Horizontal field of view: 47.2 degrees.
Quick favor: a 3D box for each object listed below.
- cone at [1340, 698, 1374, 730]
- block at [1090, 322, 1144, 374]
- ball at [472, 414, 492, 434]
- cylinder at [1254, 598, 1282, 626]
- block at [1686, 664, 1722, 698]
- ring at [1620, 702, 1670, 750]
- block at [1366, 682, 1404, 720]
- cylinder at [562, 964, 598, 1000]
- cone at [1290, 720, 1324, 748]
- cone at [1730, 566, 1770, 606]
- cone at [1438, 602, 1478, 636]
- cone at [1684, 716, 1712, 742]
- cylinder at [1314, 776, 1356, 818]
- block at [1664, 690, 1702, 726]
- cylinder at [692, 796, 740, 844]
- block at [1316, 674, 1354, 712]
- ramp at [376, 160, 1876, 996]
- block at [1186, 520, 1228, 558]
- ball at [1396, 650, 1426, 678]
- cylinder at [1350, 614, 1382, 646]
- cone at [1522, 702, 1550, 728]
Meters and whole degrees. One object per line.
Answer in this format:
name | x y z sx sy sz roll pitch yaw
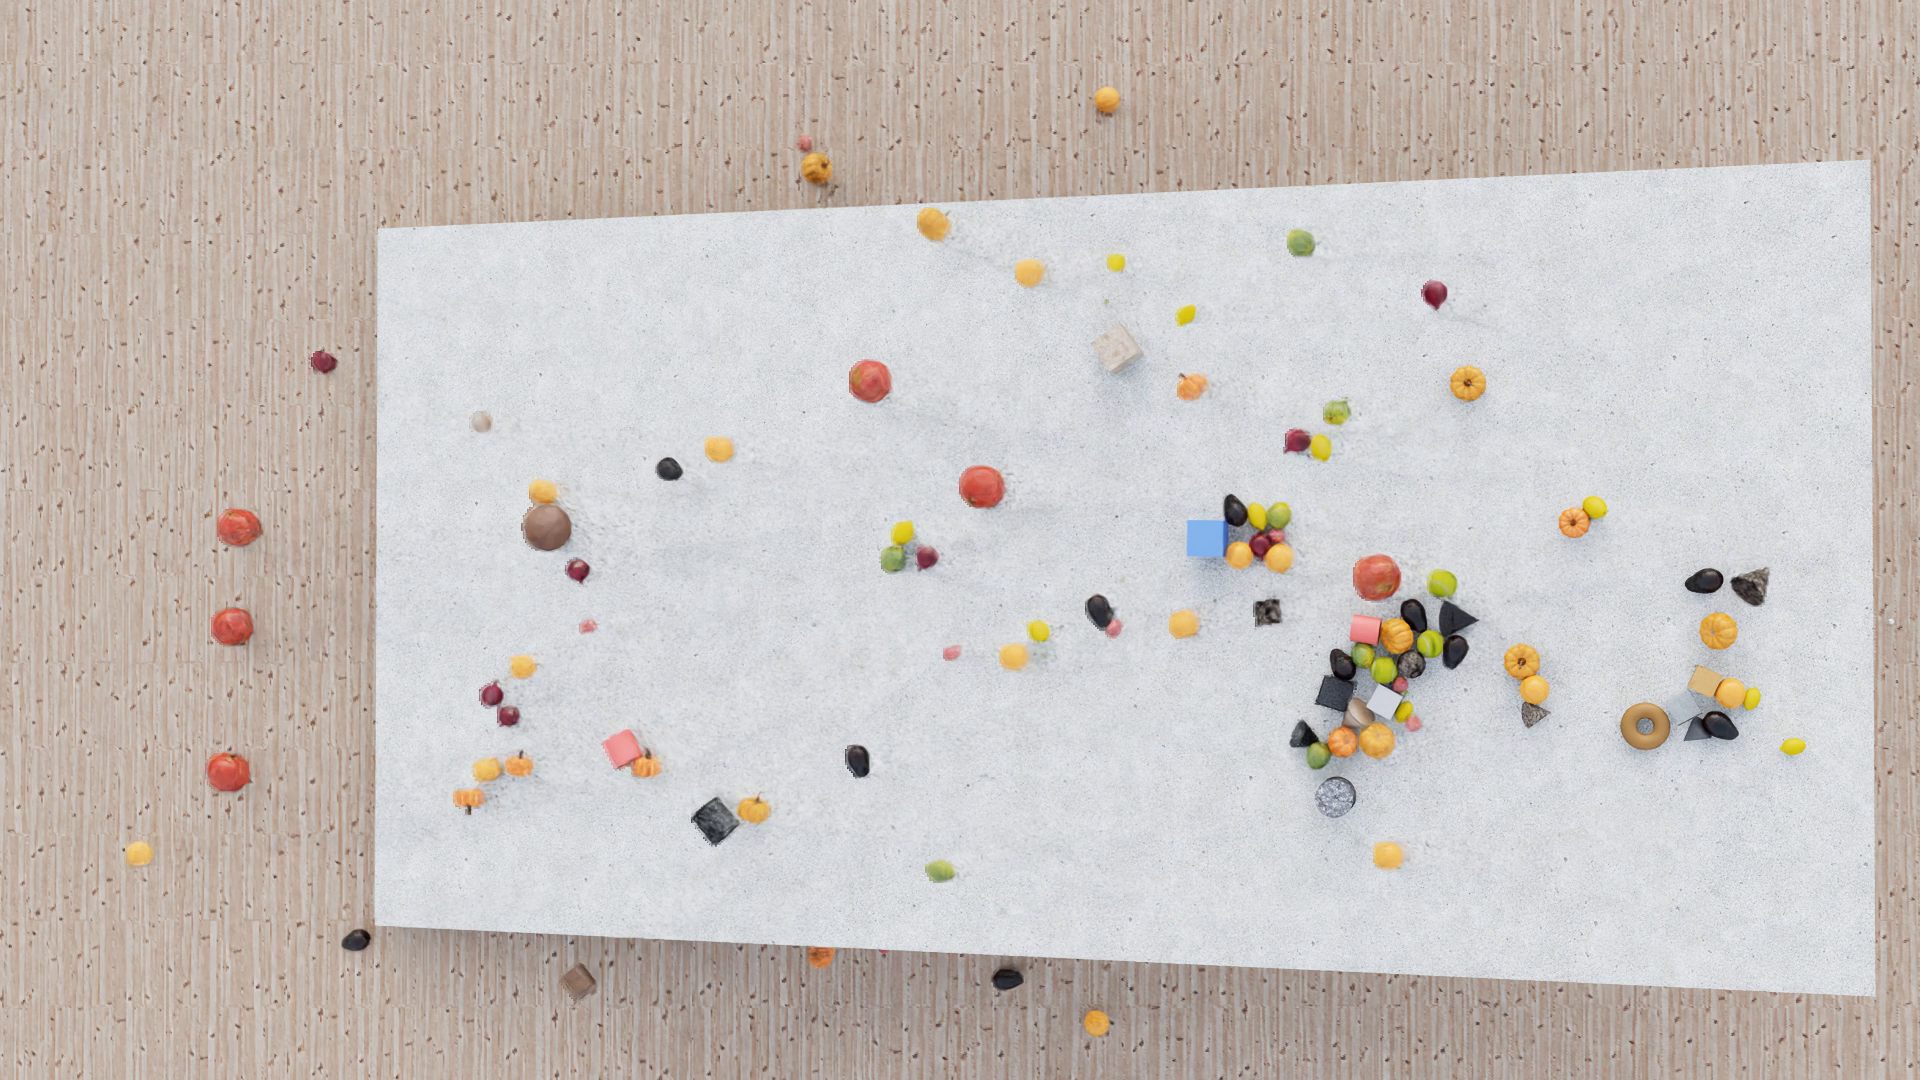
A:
cone | 0.987 0.458 5.558 0.087 0.087 0.087 41 127 1
block | 0.409 -0.495 5.704 0.091 0.091 0.091 -35 81 12
ball | -1.349 -0.329 6.202 0.056 0.056 0.056 0 89 0
cylinder | 0.786 0.185 5.605 0.062 0.062 0.062 -11 86 0
block | 1.803 0.341 5.325 0.060 0.060 0.060 26 96 14
ring | 1.674 0.455 5.370 0.117 0.039 0.117 0 91 16
block | 1.068 0.405 5.523 0.066 0.066 0.066 30 97 14
cylinder | -1.074 1.248 6.211 0.073 0.073 0.073 -41 77 -1
cone | 0.891 0.507 5.587 0.076 0.076 0.076 24 89 -12
cone | 1.926 0.093 5.305 0.092 0.092 0.092 -43 89 -16
cone | 1.255 0.199 5.488 0.089 0.089 0.089 3 89 -11
cone | 1.781 0.473 5.346 0.064 0.064 0.064 43 127 1
cylinder | 0.946 0.647 5.538 0.095 0.095 0.095 0 89 15
block | 1.755 0.406 5.336 0.064 0.064 0.064 -31 82 13
cylinder | -0.664 0.763 5.977 0.092 0.092 0.092 -41 80 -1
block | 0.947 0.387 5.553 0.073 0.073 0.073 18 94 15
ramp | 0.266 0.097 5.833 4.000 0.100 2.000 0 89 15
block | 0.634 -0.003 5.634 0.092 0.092 0.092 1 89 15
ball | 1.130 0.311 5.505 0.071 0.071 0.071 0 89 0
cylinder | 1.022 0.225 5.537 0.069 0.069 0.069 9 89 15
cone | 1.434 0.429 5.441 0.065 0.065 0.065 -5 89 -11
